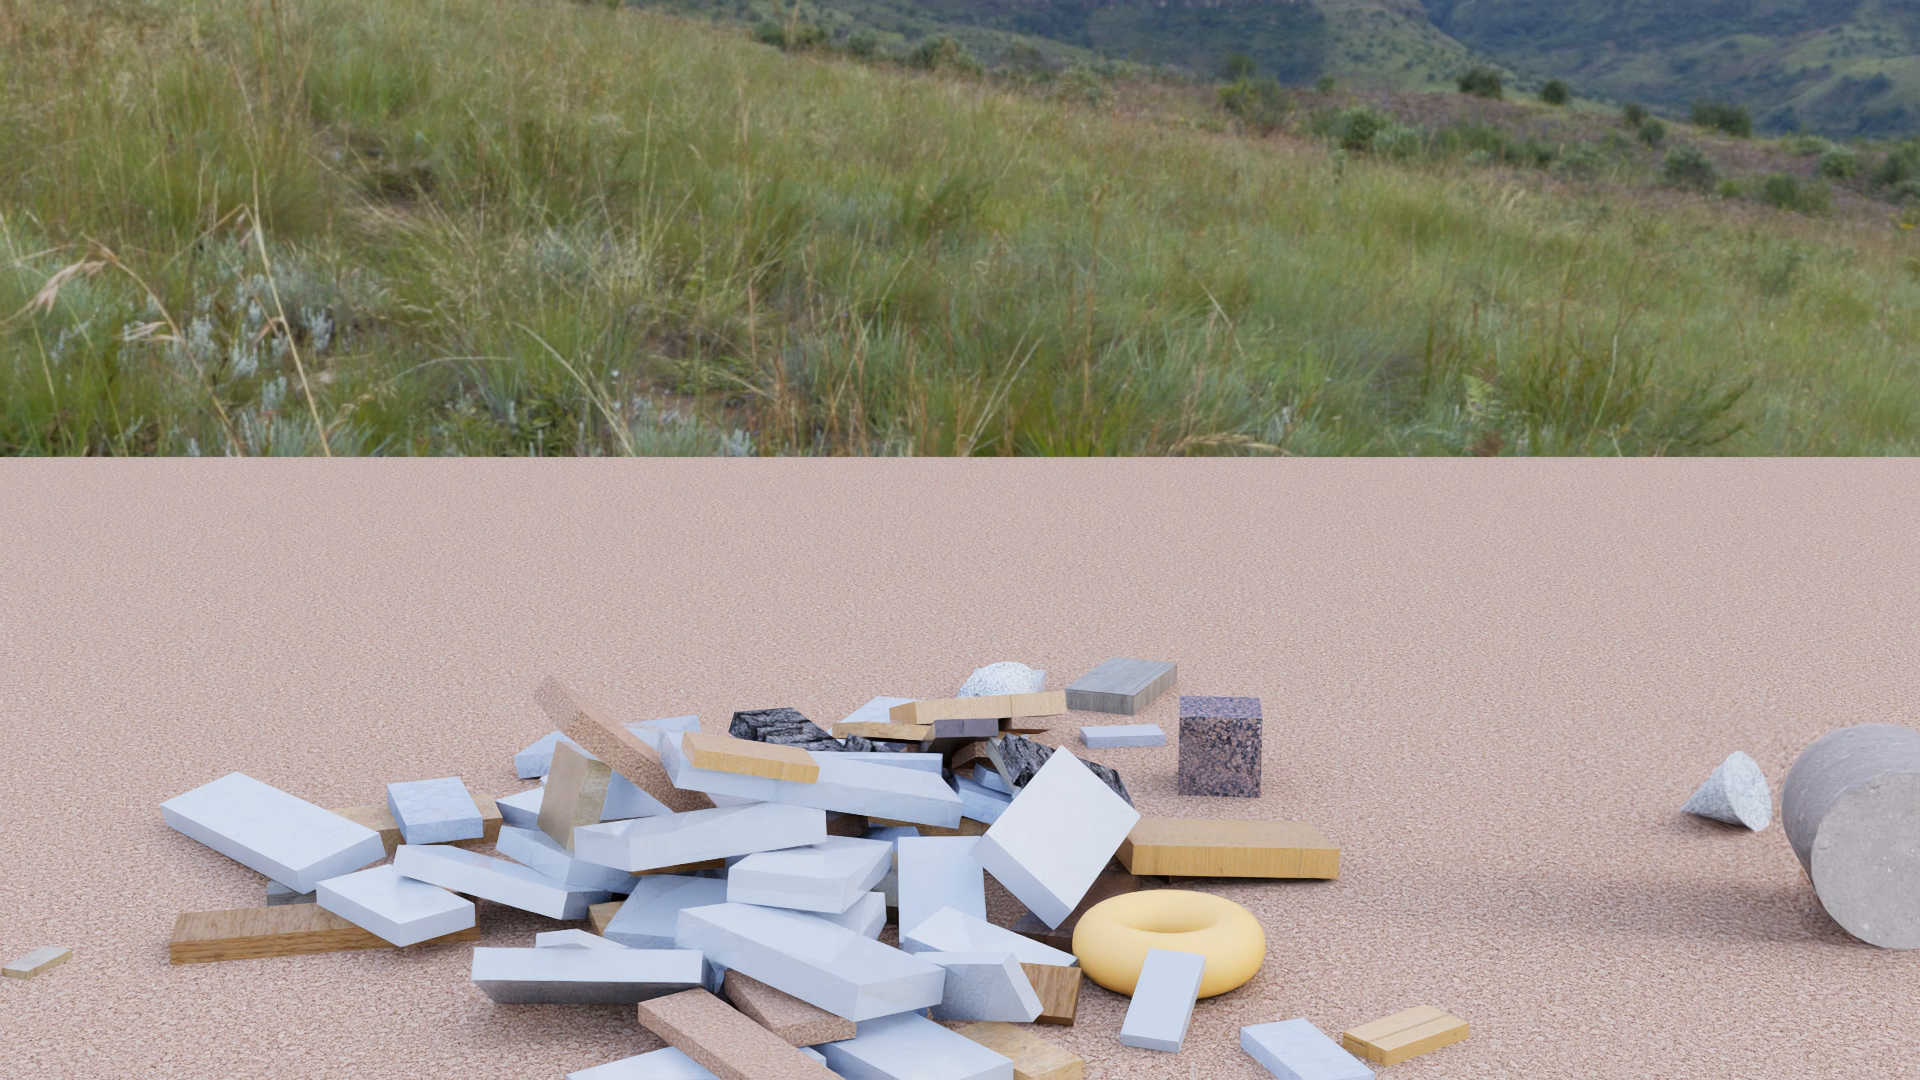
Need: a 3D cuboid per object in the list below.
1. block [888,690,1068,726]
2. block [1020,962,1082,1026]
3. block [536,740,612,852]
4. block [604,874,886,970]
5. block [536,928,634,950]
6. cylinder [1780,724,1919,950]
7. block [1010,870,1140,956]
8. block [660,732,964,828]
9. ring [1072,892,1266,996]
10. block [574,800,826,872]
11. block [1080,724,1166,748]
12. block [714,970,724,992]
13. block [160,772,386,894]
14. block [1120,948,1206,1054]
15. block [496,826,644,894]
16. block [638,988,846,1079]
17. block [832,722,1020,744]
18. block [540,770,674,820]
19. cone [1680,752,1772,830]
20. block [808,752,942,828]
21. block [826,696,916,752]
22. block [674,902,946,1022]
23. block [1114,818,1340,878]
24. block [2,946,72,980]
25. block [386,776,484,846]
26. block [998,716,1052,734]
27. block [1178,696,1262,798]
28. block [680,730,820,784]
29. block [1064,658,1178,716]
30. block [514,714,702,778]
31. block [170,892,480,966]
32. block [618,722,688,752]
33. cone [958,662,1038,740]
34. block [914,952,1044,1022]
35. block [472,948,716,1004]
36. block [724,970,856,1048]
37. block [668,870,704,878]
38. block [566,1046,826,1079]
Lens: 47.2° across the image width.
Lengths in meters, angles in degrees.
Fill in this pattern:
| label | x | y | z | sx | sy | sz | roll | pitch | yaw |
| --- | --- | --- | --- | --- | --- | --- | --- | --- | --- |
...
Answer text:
| label | x | y | z | sx | sy | sz | roll | pitch | yaw |
| --- | --- | --- | --- | --- | --- | --- | --- | --- | --- |
| block | 0.035 | 0.343 | 4.417 | 0.319 | 0.045 | 0.160 | -2 | -8 | -21 |
| block | 0.088 | 0.649 | 3.163 | 0.165 | 0.023 | 0.082 | 3 | 48 | 14 |
| block | -0.659 | 0.436 | 3.751 | 0.043 | 0.153 | 0.307 | 15 | -4 | -19 |
| block | -0.326 | 0.589 | 3.358 | 0.392 | 0.049 | 0.174 | 2 | 22 | 14 |
| block | -0.504 | 0.600 | 3.165 | 0.070 | 0.020 | 0.254 | -11 | -26 | 26 |
| cylinder | 1.491 | 0.470 | 3.525 | 0.288 | 0.288 | 0.288 | 2 | 11 | 11 |
| block | 0.188 | 0.597 | 3.542 | 0.117 | 0.033 | 0.328 | 4 | 11 | 20 |
| block | -0.248 | 0.402 | 3.678 | 0.487 | 0.046 | 0.164 | 11 | 8 | -18 |
| ring | 0.314 | 0.608 | 3.312 | 0.292 | 0.097 | 0.292 | -1 | 10 | 0 |
| block | -0.401 | 0.457 | 3.412 | 0.348 | 0.049 | 0.174 | -3 | 1 | -37 |
| block | 0.339 | 0.409 | 4.582 | 0.163 | 0.023 | 0.081 | -1 | 11 | -8 |
| block | -0.395 | 0.653 | 3.284 | 0.112 | 0.016 | 0.056 | 3 | 11 | 17 |
| block | -1.212 | 0.506 | 3.851 | 0.152 | 0.043 | 0.585 | -24 | 21 | -37 |
| block | 0.288 | 0.648 | 3.102 | 0.082 | 0.023 | 0.165 | 4 | 37 | 20 |
| block | -0.644 | 0.534 | 3.662 | 0.149 | 0.042 | 0.299 | 16 | -5 | -33 |
| block | -0.253 | 0.684 | 2.851 | 0.098 | 0.028 | 0.517 | -7 | 13 | -35 |
| block | -0.062 | 0.387 | 4.357 | 0.409 | 0.029 | 0.103 | 9 | -12 | -42 |
| block | -0.621 | 0.470 | 3.922 | 0.149 | 0.042 | 0.311 | -22 | 26 | -24 |
| cone | 1.393 | 0.483 | 4.067 | 0.147 | 0.147 | 0.147 | -10 | -12 | -44 |
| block | -0.177 | 0.459 | 3.976 | 0.290 | 0.145 | 0.041 | 1 | 11 | 4 |
| block | -0.234 | 0.432 | 4.405 | 0.145 | 0.041 | 0.783 | 3 | 11 | 18 |
| block | -0.215 | 0.589 | 3.113 | 0.358 | 0.051 | 0.179 | 13 | 7 | 40 |
| block | 0.449 | 0.527 | 3.773 | 0.358 | 0.051 | 0.179 | 3 | 7 | -9 |
| block | -1.404 | 0.643 | 3.346 | 0.048 | 0.014 | 0.095 | 4 | 11 | 19 |
| block | -0.937 | 0.481 | 3.915 | 0.130 | 0.037 | 0.260 | -4 | 11 | -21 |
| block | 0.130 | 0.373 | 4.414 | 0.081 | 0.023 | 0.163 | 2 | -9 | -9 |
| block | 0.503 | 0.399 | 4.267 | 0.156 | 0.156 | 0.156 | 1 | 11 | 5 |
| block | -0.342 | 0.354 | 3.580 | 0.207 | 0.029 | 0.103 | 11 | 8 | -20 |
| block | 0.366 | 0.328 | 4.958 | 0.160 | 0.045 | 0.320 | 4 | 11 | 22 |
| block | -0.694 | 0.408 | 4.341 | 0.328 | 0.046 | 0.164 | -8 | 9 | 19 |
| block | -0.993 | 0.609 | 3.464 | 0.463 | 0.037 | 0.130 | -2 | 11 | -13 |
| block | -0.566 | 0.366 | 4.022 | 0.153 | 0.043 | 0.307 | 7 | -4 | 15 |
| cone | 0.106 | 0.381 | 4.570 | 0.182 | 0.182 | 0.182 | -4 | 38 | -20 |
| block | 0.018 | 0.624 | 3.075 | 0.196 | 0.098 | 0.028 | -11 | 22 | 45 |
| block | -0.519 | 0.624 | 3.140 | 0.320 | 0.045 | 0.160 | 0 | -23 | 1 |
| block | -0.238 | 0.644 | 3.055 | 0.117 | 0.033 | 0.233 | -5 | 10 | -22 |
| block | -0.478 | 0.573 | 3.536 | 0.067 | 0.019 | 0.135 | 8 | 42 | 36 |
| block | -0.345 | 0.712 | 2.893 | 0.304 | 0.043 | 0.152 | -7 | 13 | -35 |
